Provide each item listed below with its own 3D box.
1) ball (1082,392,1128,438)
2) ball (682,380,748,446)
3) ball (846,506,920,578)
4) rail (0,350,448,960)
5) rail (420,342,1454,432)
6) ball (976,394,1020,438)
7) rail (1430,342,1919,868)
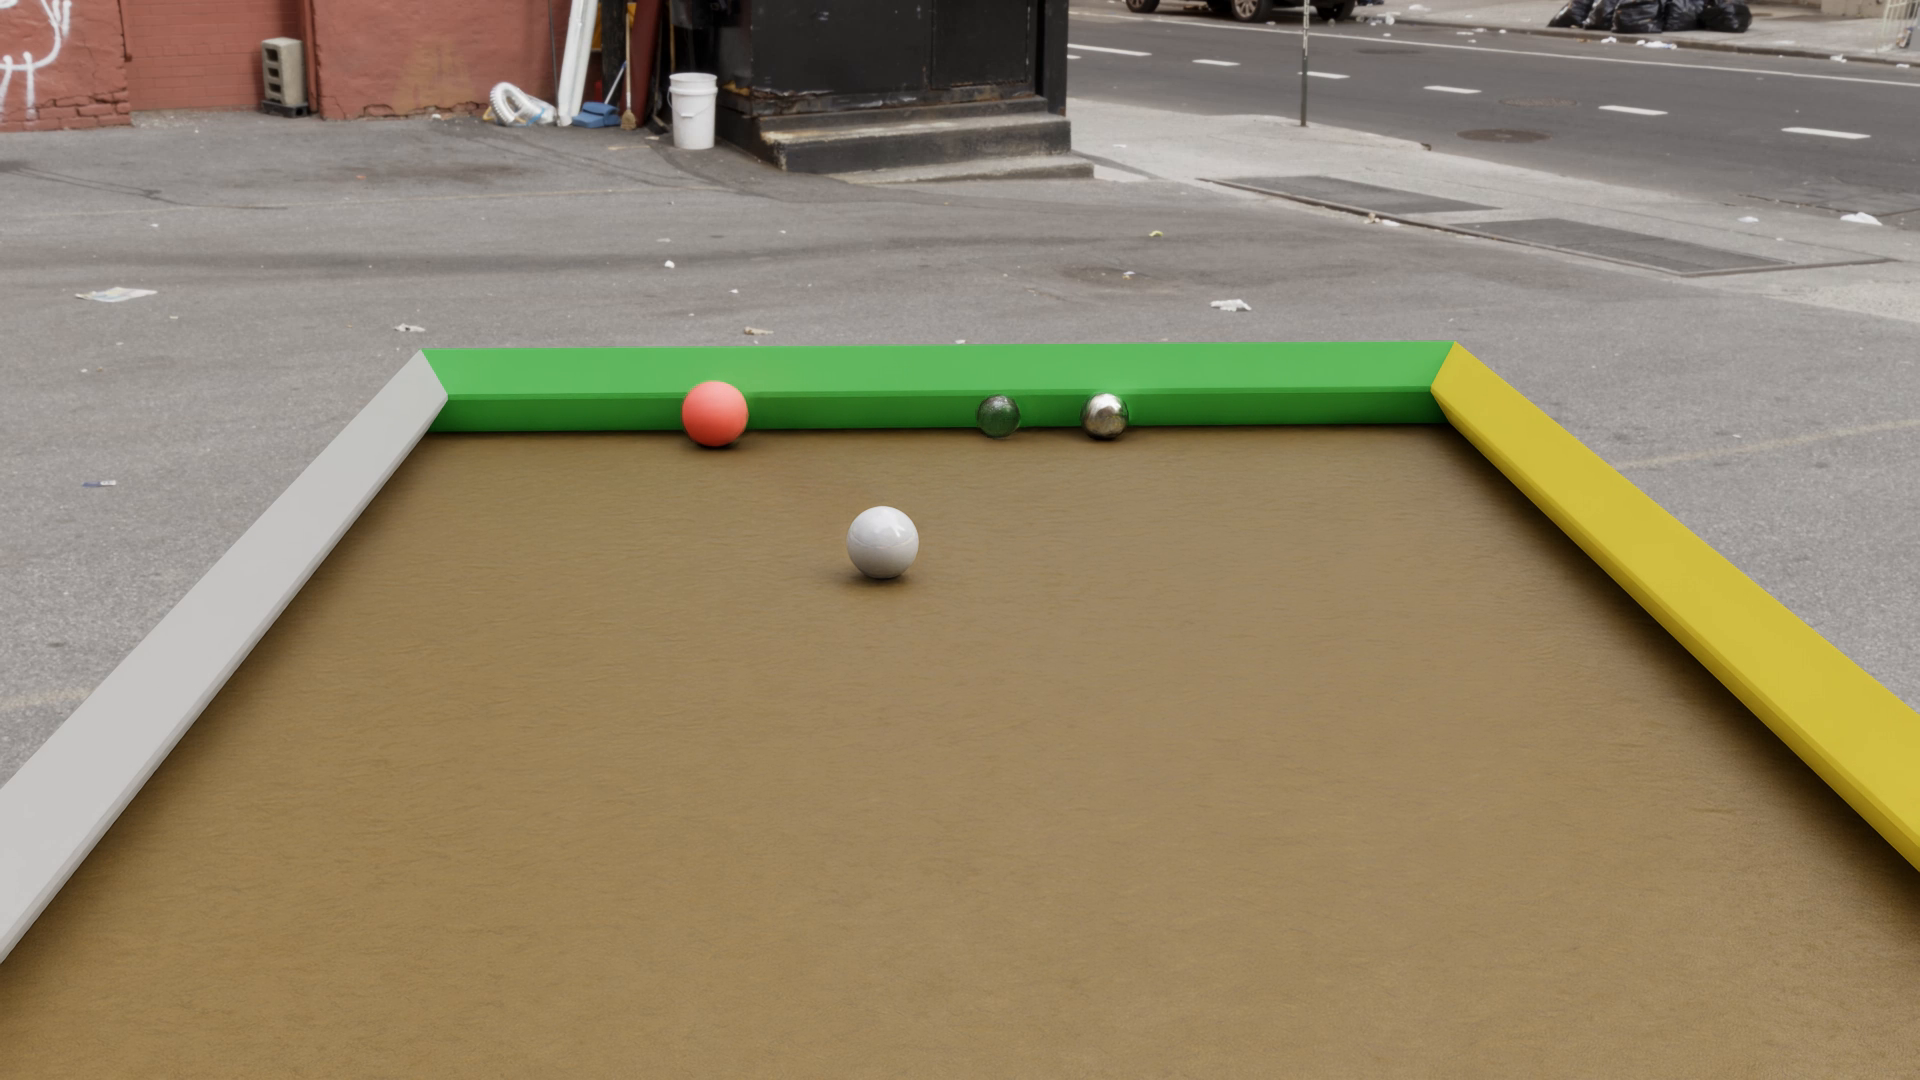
[{"bbox_3d":[0.212,-0.182,3.211,0.069,0.069,0.069,0,17,0],"label":"ball"},{"bbox_3d":[-0.352,-0.181,3.163,0.095,0.095,0.095,0,17,0],"label":"ball"},{"bbox_3d":[-0.091,0.003,2.572,0.085,0.085,0.085,0,17,0],"label":"ball"},{"bbox_3d":[-0.716,0.192,1.882,0.045,0.124,2.841,-1,17,-2],"label":"rail"},{"bbox_3d":[-0.026,-0.222,3.244,1.533,0.124,0.045,-1,17,-2],"label":"rail"},{"bbox_3d":[0.057,-0.181,3.215,0.064,0.064,0.064,0,17,0],"label":"ball"},{"bbox_3d":[0.769,0.175,1.935,0.045,0.124,2.841,-1,17,-2],"label":"rail"}]
